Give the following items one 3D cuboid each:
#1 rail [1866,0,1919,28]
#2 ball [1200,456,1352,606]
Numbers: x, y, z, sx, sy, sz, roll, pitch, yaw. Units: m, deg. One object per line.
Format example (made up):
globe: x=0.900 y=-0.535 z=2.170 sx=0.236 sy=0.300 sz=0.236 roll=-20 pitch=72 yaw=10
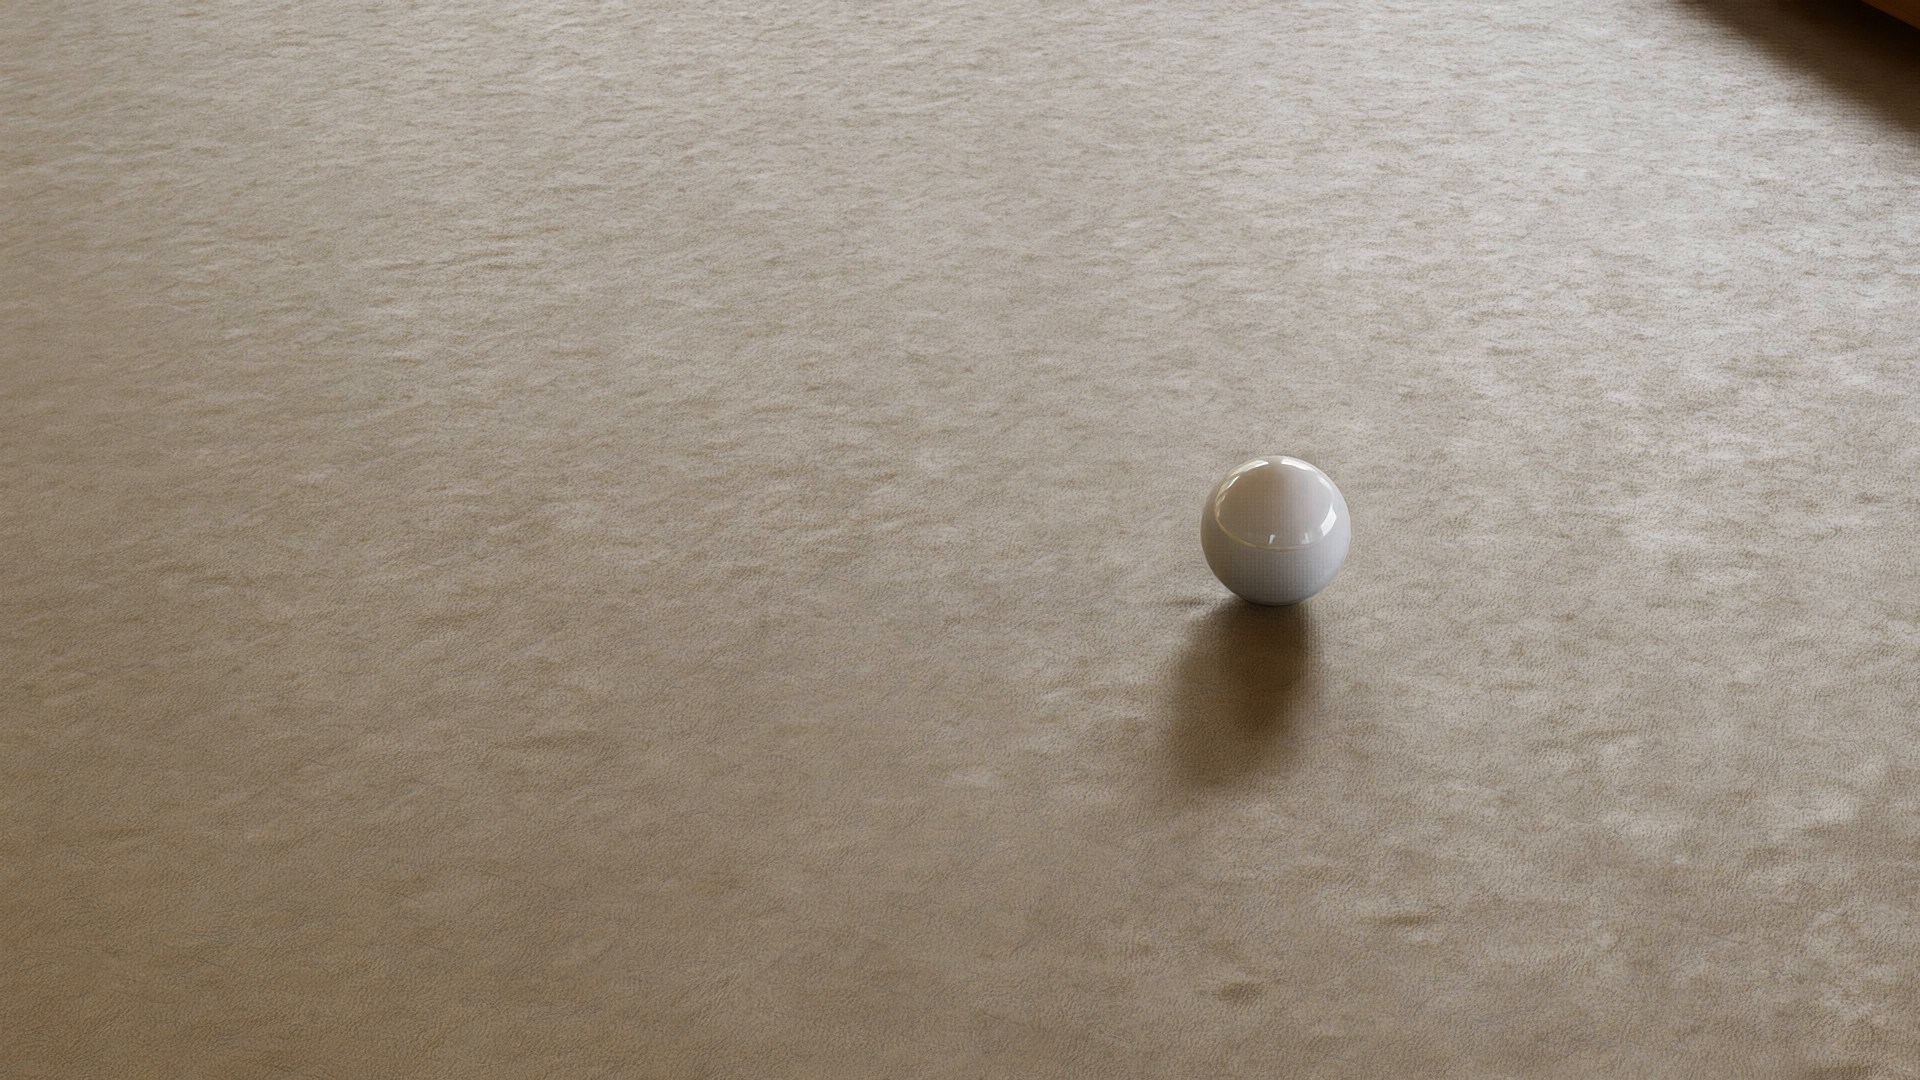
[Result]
rail: x=0.696 y=-0.702 z=2.965 sx=0.045 sy=0.119 sz=4.188 roll=-11 pitch=31 yaw=-19
ball: x=0.189 y=-0.006 z=1.761 sx=0.090 sy=0.090 sz=0.090 roll=0 pitch=29 yaw=0
